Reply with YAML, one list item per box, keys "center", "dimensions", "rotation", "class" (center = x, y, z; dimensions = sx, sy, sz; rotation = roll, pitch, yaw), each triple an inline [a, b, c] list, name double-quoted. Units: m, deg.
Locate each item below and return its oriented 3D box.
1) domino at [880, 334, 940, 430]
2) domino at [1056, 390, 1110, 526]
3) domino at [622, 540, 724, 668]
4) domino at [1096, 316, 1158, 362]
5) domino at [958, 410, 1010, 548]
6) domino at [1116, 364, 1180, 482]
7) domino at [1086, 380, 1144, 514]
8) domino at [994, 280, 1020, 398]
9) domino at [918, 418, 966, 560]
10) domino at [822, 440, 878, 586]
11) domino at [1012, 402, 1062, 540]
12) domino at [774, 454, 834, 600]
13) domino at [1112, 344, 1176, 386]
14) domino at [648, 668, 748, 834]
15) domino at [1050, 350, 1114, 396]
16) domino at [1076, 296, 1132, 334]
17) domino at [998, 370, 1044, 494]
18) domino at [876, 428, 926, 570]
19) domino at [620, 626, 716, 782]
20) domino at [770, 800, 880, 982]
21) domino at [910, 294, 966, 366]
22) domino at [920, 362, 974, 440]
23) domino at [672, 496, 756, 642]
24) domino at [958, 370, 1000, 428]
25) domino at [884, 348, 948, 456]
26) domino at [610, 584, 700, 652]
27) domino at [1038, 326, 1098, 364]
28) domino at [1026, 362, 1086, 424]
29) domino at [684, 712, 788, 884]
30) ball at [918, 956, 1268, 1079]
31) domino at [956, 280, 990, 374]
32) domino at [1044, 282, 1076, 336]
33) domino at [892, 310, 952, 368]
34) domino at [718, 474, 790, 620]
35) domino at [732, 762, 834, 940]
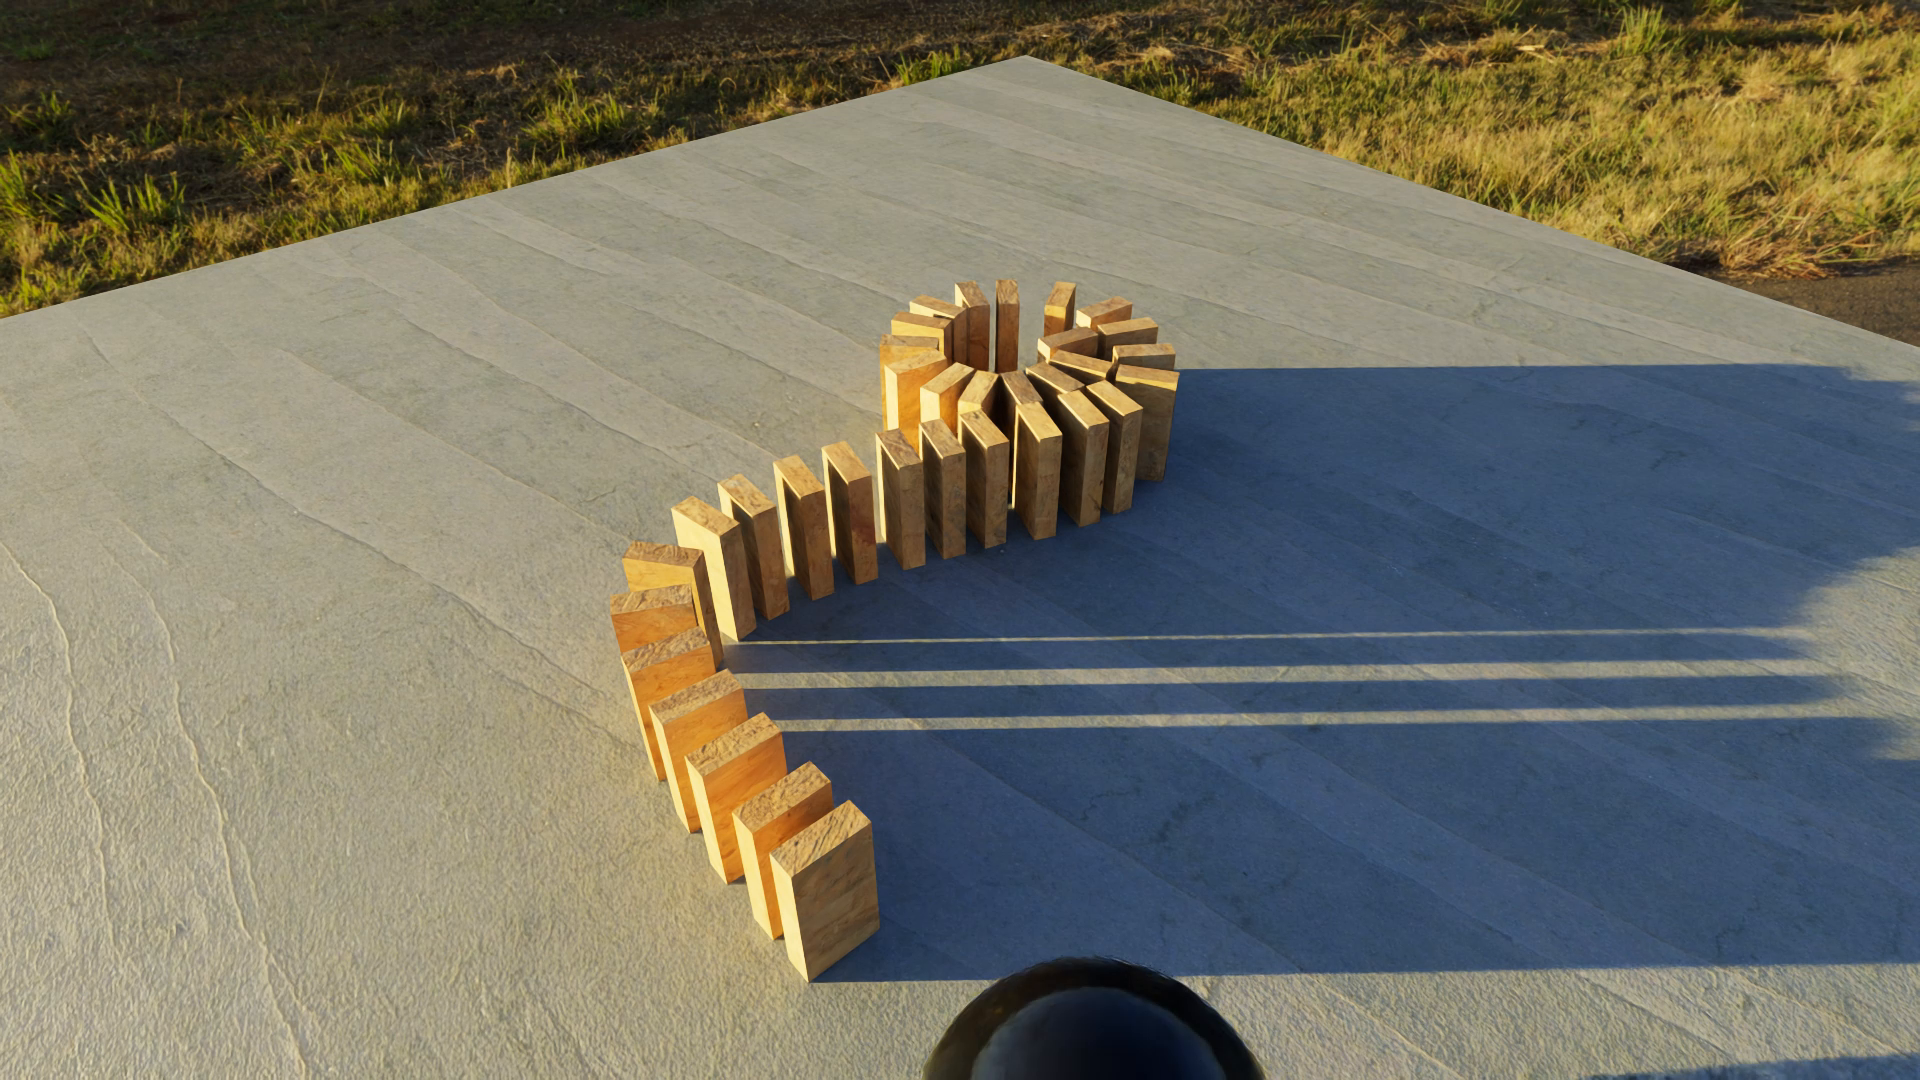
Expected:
- center: [-0.022, -0.067, 0.493]
  dimensions: [0.025, 0.050, 0.010]
  rotation: [4, 39, 5]
  class: "domino"
- center: [0.049, -0.033, 0.452]
  dimensions: [0.009, 0.050, 0.025]
  rotation: [-16, 42, -18]
  class: "domino"
- center: [-0.099, 0.024, 0.382]
  dimensions: [0.025, 0.050, 0.010]
  rotation: [7, 40, 9]
  class: "domino"
- center: [0.075, -0.076, 0.504]
  dimensions: [0.025, 0.050, 0.010]
  rotation: [-12, 41, -14]
  class: "domino"
- center: [0.009, -0.024, 0.441]
  dimensions: [0.009, 0.050, 0.025]
  rotation: [-17, 42, -19]
  class: "domino"
- center: [0.078, -0.050, 0.472]
  dimensions: [0.025, 0.050, 0.010]
  rotation: [10, 40, 12]
  class: "domino"
- center: [0.062, -0.038, 0.458]
  dimensions: [0.009, 0.050, 0.025]
  rotation: [-21, 44, -23]
  class: "domino"
- center: [0.022, -0.097, 0.530]
  dimensions: [0.010, 0.050, 0.025]
  rotation: [-1, 39, -1]
  class: "domino"
- center: [-0.007, -0.020, 0.436]
  dimensions: [0.010, 0.050, 0.025]
  rotation: [-15, 42, -17]
  class: "domino"
- center: [-0.042, -0.010, 0.424]
  dimensions: [0.009, 0.050, 0.025]
  rotation: [-18, 43, -21]
  class: "domino"
- center: [0.031, -0.028, 0.445]
  dimensions: [0.010, 0.050, 0.025]
  rotation: [-12, 41, -14]
  class: "domino"
- center: [-0.059, -0.004, 0.417]
  dimensions: [0.010, 0.050, 0.025]
  rotation: [-20, 43, -23]
  class: "domino"
- center: [0.079, -0.062, 0.487]
  dimensions: [0.025, 0.050, 0.009]
  rotation: [-3, 39, -4]
  class: "domino"
- center: [-0.076, 0.064, 0.333]
  dimensions: [0.025, 0.050, 0.010]
  rotation: [-25, 45, -27]
  class: "domino"
- center: [0.051, -0.056, 0.480]
  dimensions: [0.025, 0.050, 0.009]
  rotation: [17, 42, 20]
  class: "domino"
- center: [0.066, -0.087, 0.518]
  dimensions: [0.025, 0.050, 0.009]
  rotation: [-24, 45, -26]
  class: "domino"
- center: [0.025, -0.043, 0.464]
  dimensions: [0.009, 0.050, 0.025]
  rotation: [-12, 41, -14]
  class: "domino"
- center: [-0.023, -0.016, 0.431]
  dimensions: [0.010, 0.050, 0.025]
  rotation: [-15, 42, -18]
  class: "domino"
- center: [-0.089, 0.052, 0.348]
  dimensions: [0.025, 0.050, 0.009]
  rotation: [-20, 43, -23]
  class: "domino"
- center: [-0.035, 0.095, 0.296]
  dimensions: [0.025, 0.050, 0.009]
  rotation: [-29, 47, -31]
  class: "domino"
- center: [-0.010, -0.088, 0.519]
  dimensions: [0.025, 0.050, 0.009]
  rotation: [24, 45, 26]
  class: "domino"
- center: [-0.005, -0.047, 0.469]
  dimensions: [0.009, 0.050, 0.025]
  rotation: [25, 45, 27]
  class: "domino"
- center: [-0.089, 0.011, 0.398]
  dimensions: [0.025, 0.050, 0.009]
  rotation: [27, 47, 29]
  class: "domino"
- center: [0.008, -0.043, 0.464]
  dimensions: [0.009, 0.050, 0.025]
  rotation: [12, 41, 14]
  class: "domino"
- center: [-0.019, -0.056, 0.480]
  dimensions: [0.025, 0.050, 0.010]
  rotation: [-23, 44, -25]
  class: "domino"
- center: [-0.098, 0.038, 0.365]
  dimensions: [0.025, 0.050, 0.010]
  rotation: [-9, 40, -11]
  class: "domino"
- center: [0.047, -0.070, 0.496]
  dimensions: [0.025, 0.050, 0.010]
  rotation: [-19, 43, -21]
  class: "domino"
- center: [0.039, -0.048, 0.470]
  dimensions: [0.010, 0.050, 0.025]
  rotation: [-28, 47, -30]
  class: "domino"
- center: [-0.063, 0.076, 0.319]
  dimensions: [0.025, 0.050, 0.009]
  rotation: [-28, 47, -30]
  class: "domino"
- center: [0.028, 0.129, 0.230]
  dimensions: [0.080, 0.080, 0.080]
  rotation: [0, 39, 0]
  class: "ball"
- center: [0.006, -0.095, 0.528]
  dimensions: [0.010, 0.050, 0.025]
  rotation: [-10, 40, -12]
  class: "domino"
- center: [0.047, -0.095, 0.528]
  dimensions: [0.009, 0.050, 0.025]
  rotation: [10, 40, 12]
  class: "domino"
- center: [-0.017, -0.079, 0.508]
  dimensions: [0.025, 0.050, 0.010]
  rotation: [14, 41, 16]
  class: "domino"
- center: [-0.076, 0.003, 0.408]
  dimensions: [0.010, 0.050, 0.025]
  rotation: [-27, 46, -29]
  class: "domino"
- center: [-0.047, 0.087, 0.305]
  dimensions: [0.025, 0.050, 0.010]
  rotation: [-30, 48, -31]
  class: "domino"
